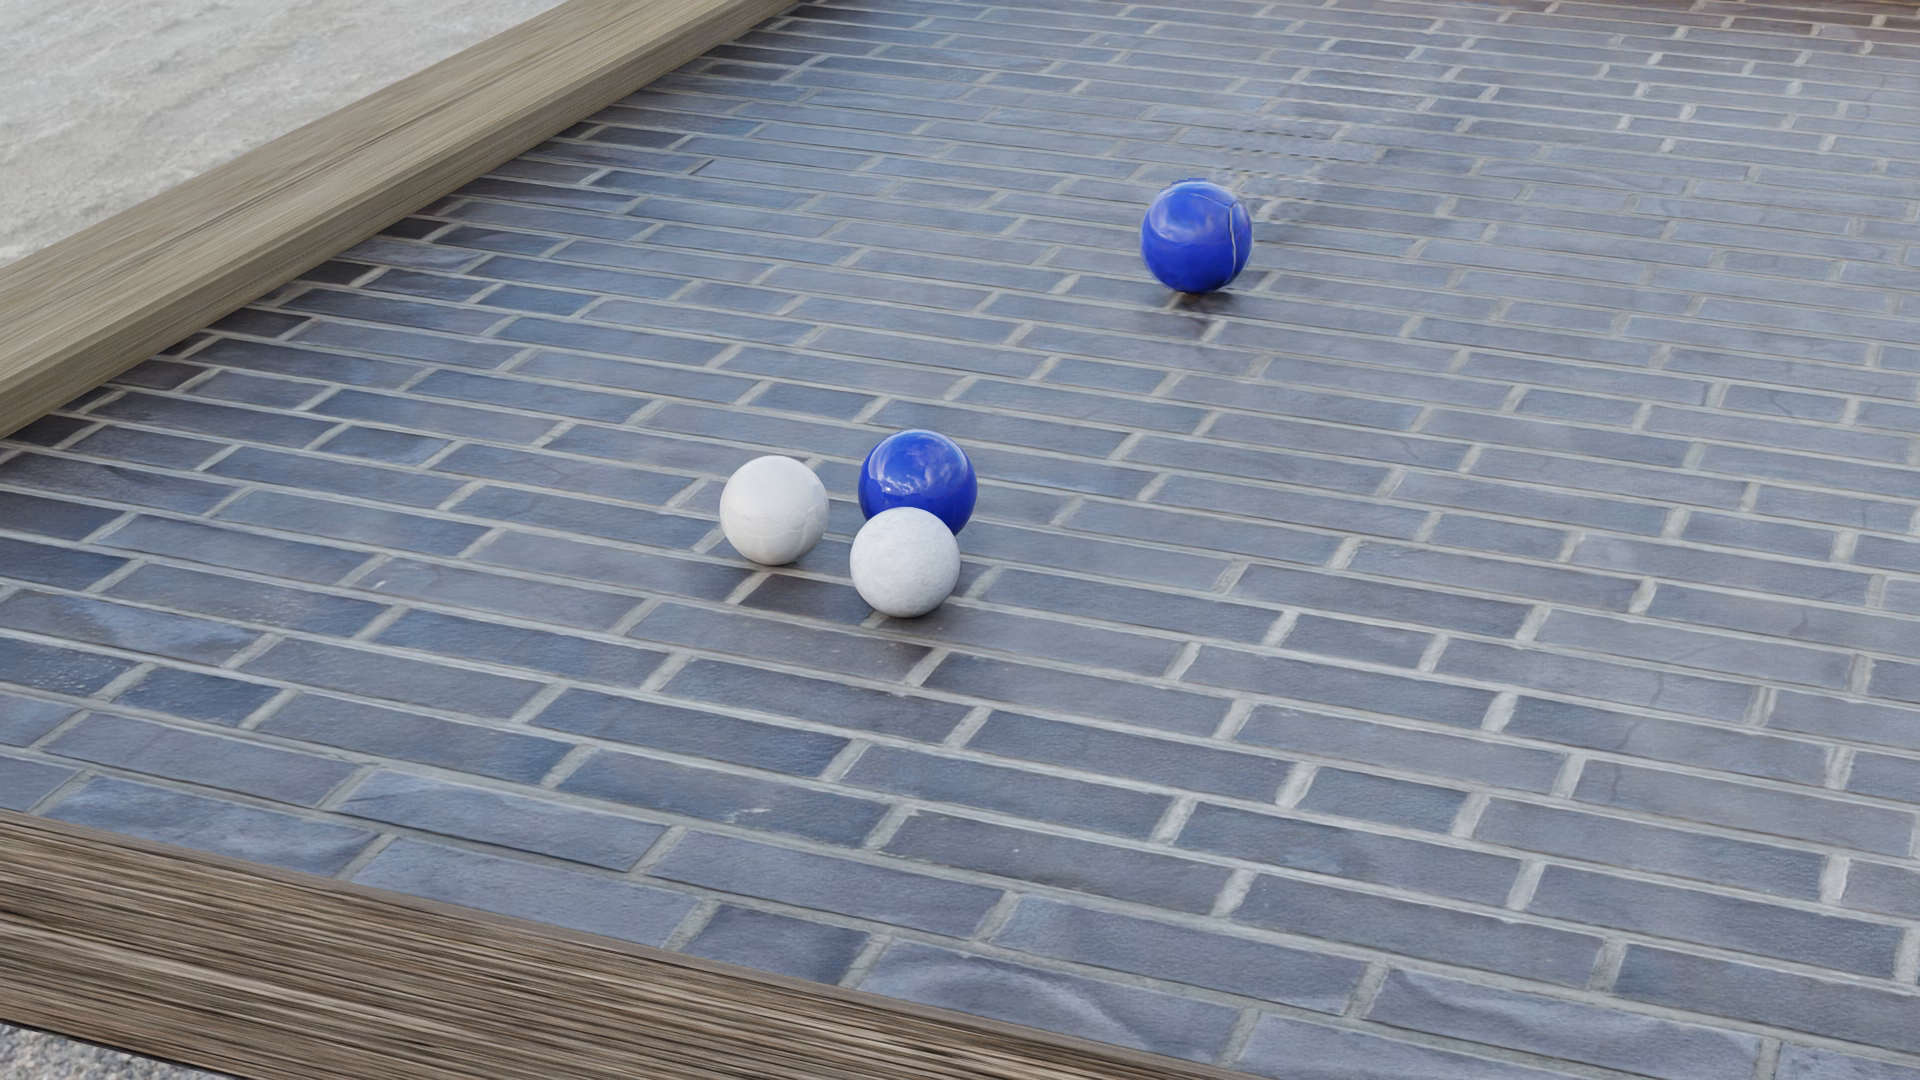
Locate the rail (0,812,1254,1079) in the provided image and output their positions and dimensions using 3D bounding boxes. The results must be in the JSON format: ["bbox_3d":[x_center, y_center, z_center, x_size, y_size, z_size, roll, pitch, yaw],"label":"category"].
[{"bbox_3d":[-0.227,0.217,1.394,1.543,0.125,0.045,9,25,19],"label":"rail"}]

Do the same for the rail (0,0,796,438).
[{"bbox_3d":[-0.463,-0.380,2.736,0.045,0.125,2.621,9,25,19],"label":"rail"}]

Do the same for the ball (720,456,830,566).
[{"bbox_3d":[-0.126,-0.020,1.991,0.075,0.075,0.075,0,24,0],"label":"ball"}]

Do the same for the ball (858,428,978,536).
[{"bbox_3d":[-0.029,-0.035,2.014,0.083,0.083,0.083,0,24,0],"label":"ball"}]

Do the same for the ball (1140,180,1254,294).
[{"bbox_3d":[0.201,-0.257,2.497,0.096,0.096,0.096,0,24,0],"label":"ball"}]

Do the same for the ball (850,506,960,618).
[{"bbox_3d":[-0.036,0.014,1.915,0.072,0.072,0.072,0,24,0],"label":"ball"}]
